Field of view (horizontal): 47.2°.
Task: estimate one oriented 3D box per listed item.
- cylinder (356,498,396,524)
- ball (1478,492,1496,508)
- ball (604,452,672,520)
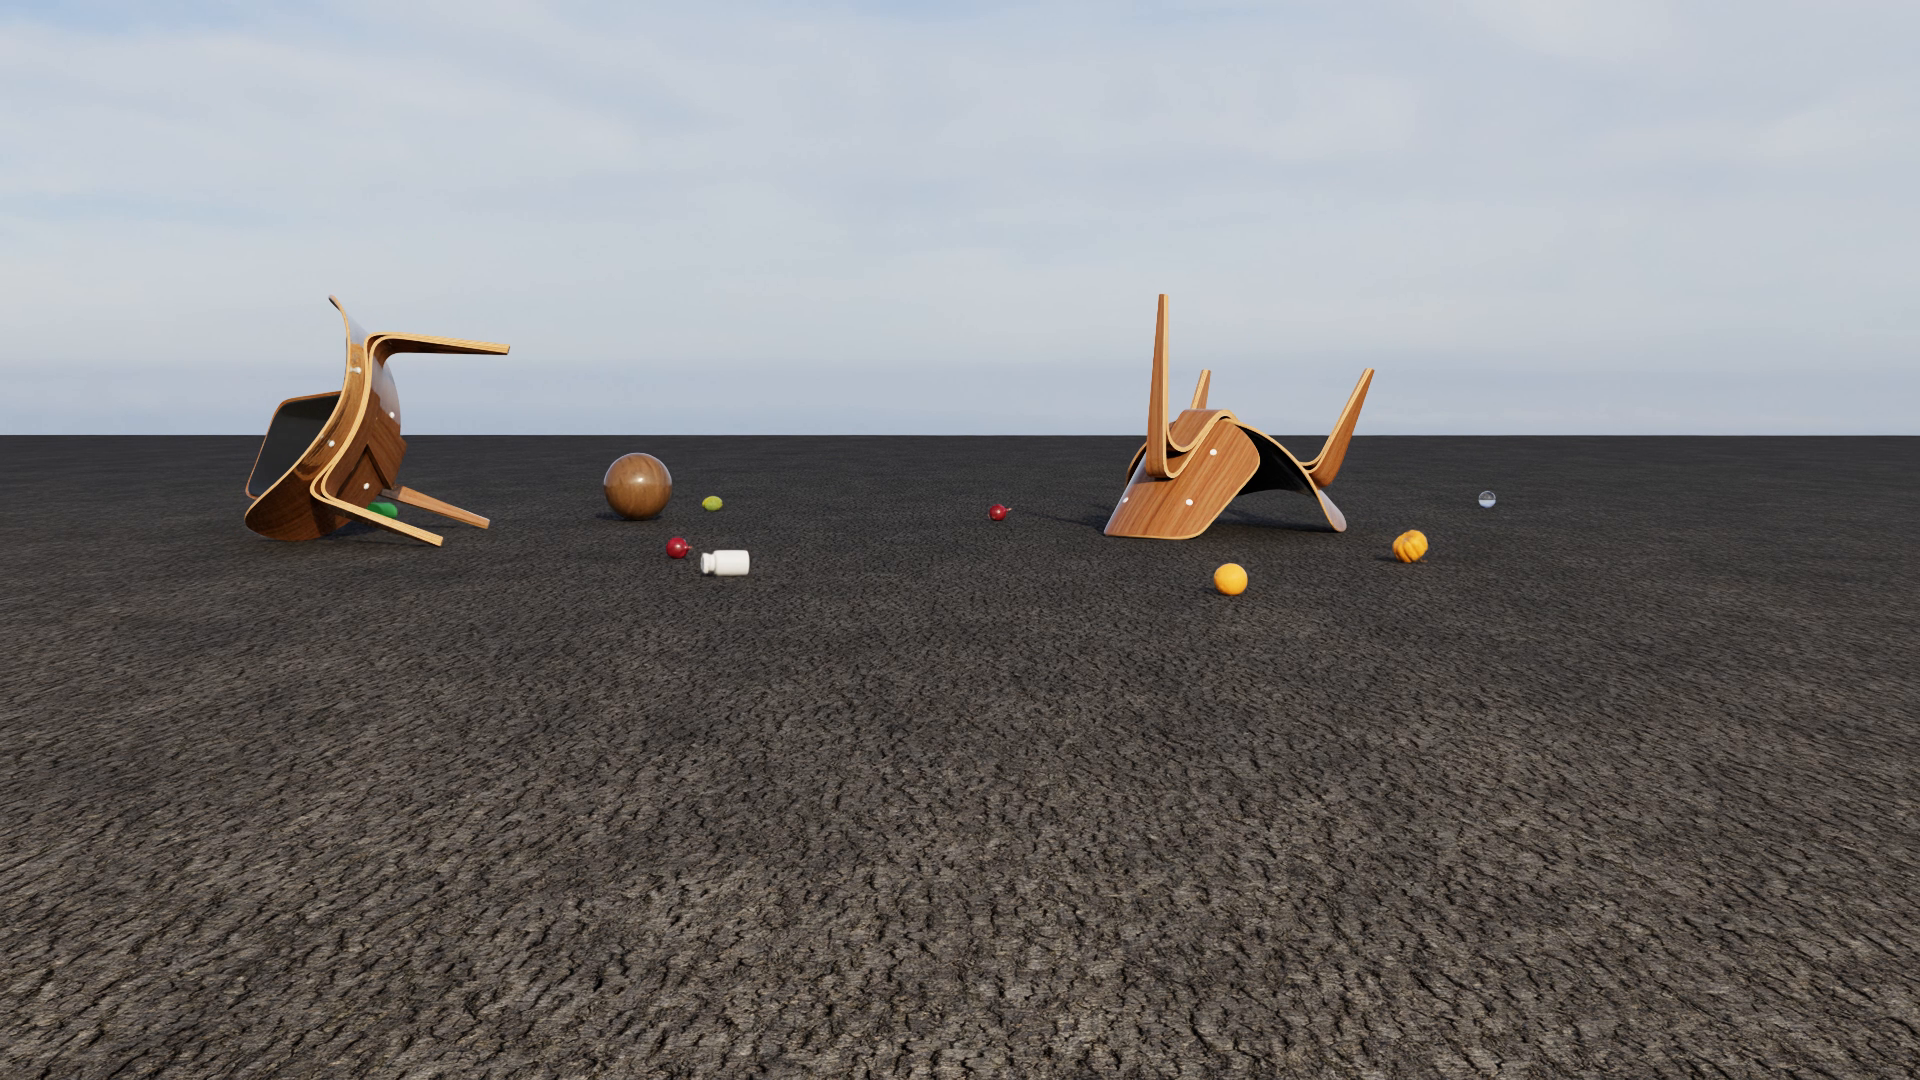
[{"bbox_3d":[-1.945,-0.090,7.330,0.105,0.072,0.087,-9,14,28],"label":"cylinder"},{"bbox_3d":[1.990,-0.152,8.299,0.064,0.064,0.064,0,4,0],"label":"ball"},{"bbox_3d":[-1.097,-0.181,7.491,0.232,0.232,0.232,0,4,0],"label":"ball"}]
